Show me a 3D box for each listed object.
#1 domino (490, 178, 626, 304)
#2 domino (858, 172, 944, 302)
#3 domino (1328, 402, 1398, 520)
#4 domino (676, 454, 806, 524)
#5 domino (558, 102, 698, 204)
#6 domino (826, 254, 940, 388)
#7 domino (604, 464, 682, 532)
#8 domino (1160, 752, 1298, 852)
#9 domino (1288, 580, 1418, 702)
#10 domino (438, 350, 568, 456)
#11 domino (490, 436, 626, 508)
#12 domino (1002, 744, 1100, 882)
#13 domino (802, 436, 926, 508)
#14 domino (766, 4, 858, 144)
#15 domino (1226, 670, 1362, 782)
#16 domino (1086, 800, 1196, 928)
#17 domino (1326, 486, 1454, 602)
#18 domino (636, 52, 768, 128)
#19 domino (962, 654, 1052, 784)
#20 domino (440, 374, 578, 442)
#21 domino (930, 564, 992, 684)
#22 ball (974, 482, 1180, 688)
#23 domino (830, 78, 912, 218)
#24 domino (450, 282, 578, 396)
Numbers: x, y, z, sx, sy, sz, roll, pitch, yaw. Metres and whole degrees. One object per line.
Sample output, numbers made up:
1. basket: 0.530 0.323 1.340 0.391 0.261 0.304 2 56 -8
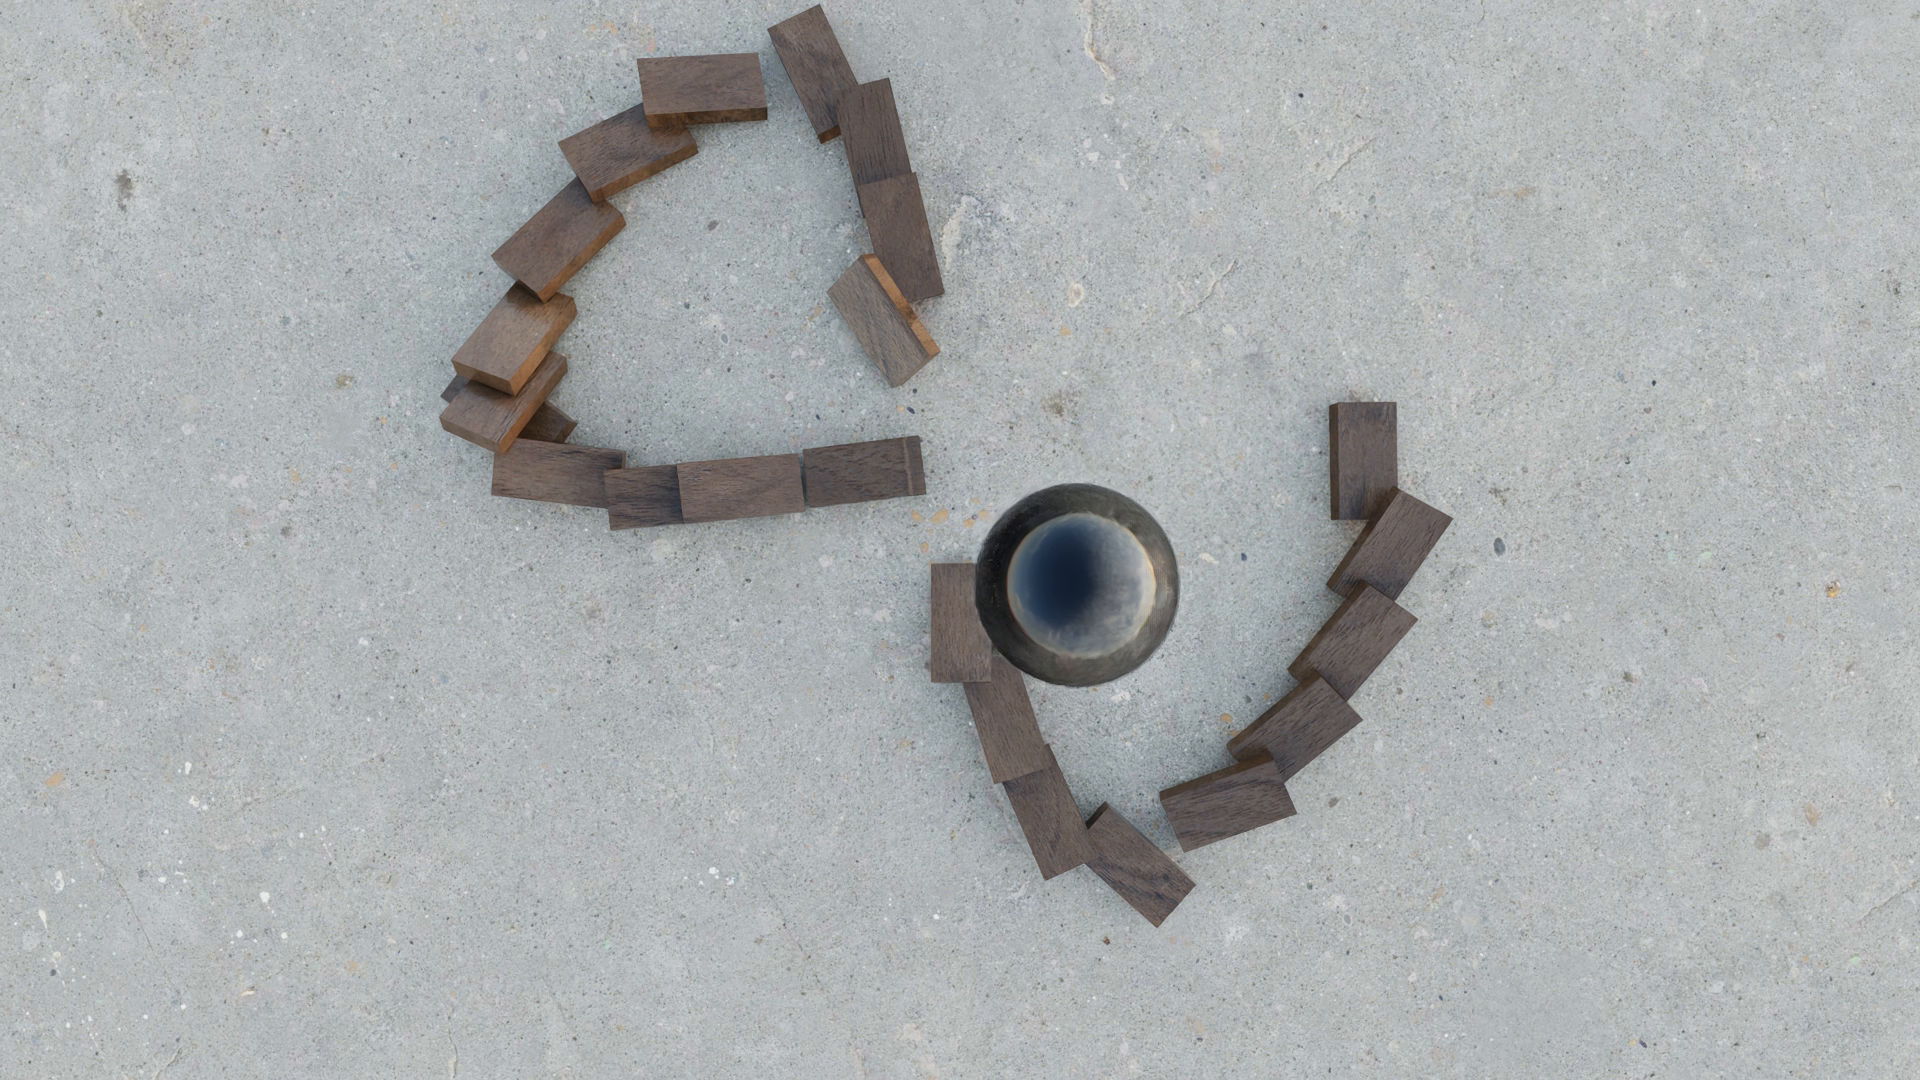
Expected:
1. domino: -0.170 -0.128 0.389 0.025 0.009 0.050 39 76 0
2. domino: -0.025 -0.127 0.390 0.025 0.009 0.050 -14 104 0
3. domino: 0.174 -0.034 0.395 0.025 0.010 0.050 -1 90 0
4. domino: -0.093 -0.022 0.388 0.050 0.010 0.025 -7 90 -19
5. domino: -0.141 -0.167 0.390 0.050 0.010 0.025 -32 90 -12
6. domino: -0.033 -0.093 0.389 0.025 0.009 0.050 -34 90 36
7. domino: -0.123 -0.019 0.389 0.050 0.009 0.025 -7 90 -15
8. domino: 0.113 0.112 0.389 0.050 0.010 0.025 -24 94 12
9. domino: 0.166 0.045 0.389 0.025 0.010 0.050 35 104 0
10. domino: -0.189 -0.061 0.381 0.025 0.010 0.050 25 59 -5
11. domino: -0.170 -0.029 0.389 0.050 0.010 0.025 7 97 -12
12. domino: 0.037 0.115 0.389 0.025 0.010 0.050 -24 76 0
13. domino: -0.041 -0.029 0.395 0.050 0.009 0.025 -7 90 0
14. domino: -0.060 -0.201 0.395 0.025 0.010 0.050 -26 90 0
15. domino: 0.142 0.082 0.390 0.050 0.010 0.025 -44 90 13
16. domino: 0.074 0.140 0.395 0.050 0.010 0.025 42 90 0
17. domino: 0.181 0.005 0.388 0.025 0.010 0.050 28 107 0
18. domino: -0.109 -0.191 0.389 0.050 0.010 0.025 -9 85 -12
19. domino: 0.019 0.075 0.390 0.025 0.009 0.050 -18 77 0
20. domino: -0.194 -0.056 0.395 0.050 0.009 0.025 37 90 0
21. domino: 0.000 0.035 0.390 0.025 0.010 0.050 -1 77 2
22. ball: 0.045 0.017 0.360 0.080 0.080 0.080 0 90 0
23. domino: -0.036 -0.166 0.389 0.025 0.009 0.050 -14 104 0
24. domino: -0.185 -0.085 0.383 0.025 0.010 0.050 20 59 0
